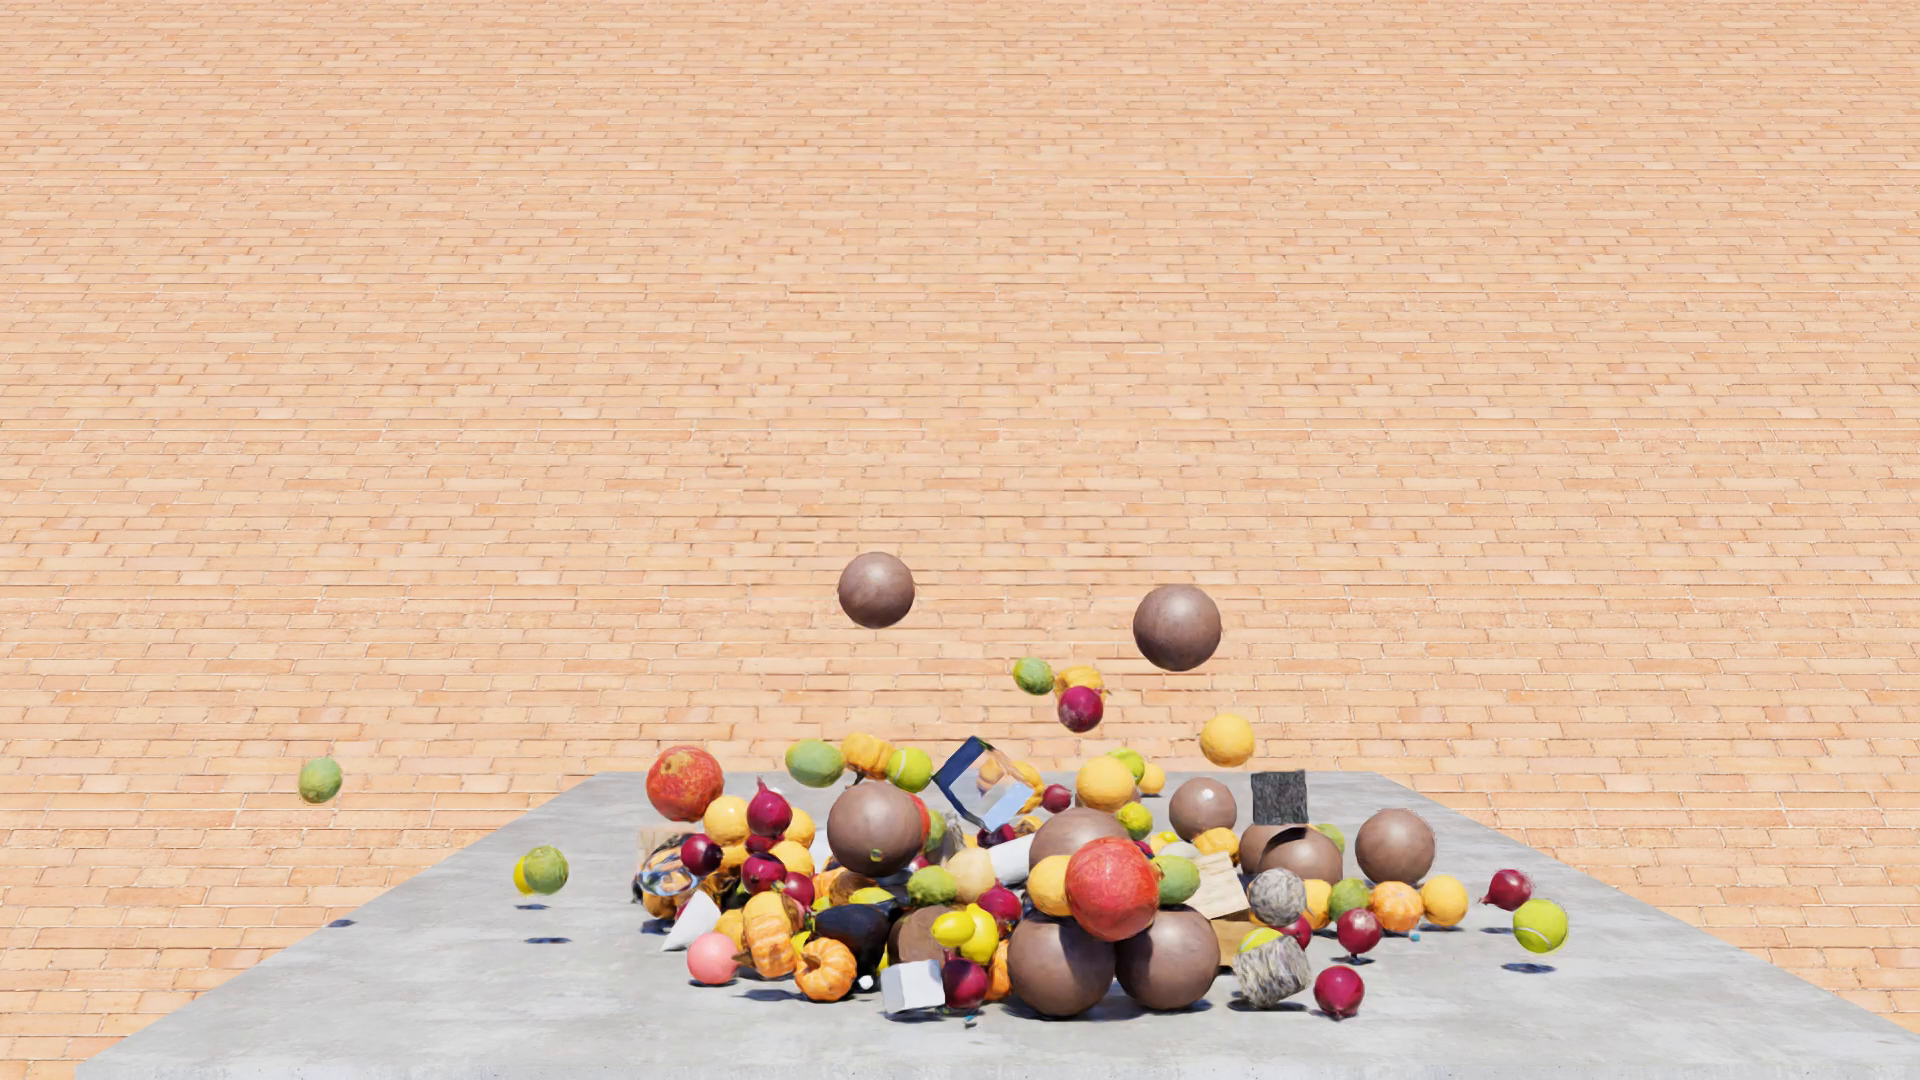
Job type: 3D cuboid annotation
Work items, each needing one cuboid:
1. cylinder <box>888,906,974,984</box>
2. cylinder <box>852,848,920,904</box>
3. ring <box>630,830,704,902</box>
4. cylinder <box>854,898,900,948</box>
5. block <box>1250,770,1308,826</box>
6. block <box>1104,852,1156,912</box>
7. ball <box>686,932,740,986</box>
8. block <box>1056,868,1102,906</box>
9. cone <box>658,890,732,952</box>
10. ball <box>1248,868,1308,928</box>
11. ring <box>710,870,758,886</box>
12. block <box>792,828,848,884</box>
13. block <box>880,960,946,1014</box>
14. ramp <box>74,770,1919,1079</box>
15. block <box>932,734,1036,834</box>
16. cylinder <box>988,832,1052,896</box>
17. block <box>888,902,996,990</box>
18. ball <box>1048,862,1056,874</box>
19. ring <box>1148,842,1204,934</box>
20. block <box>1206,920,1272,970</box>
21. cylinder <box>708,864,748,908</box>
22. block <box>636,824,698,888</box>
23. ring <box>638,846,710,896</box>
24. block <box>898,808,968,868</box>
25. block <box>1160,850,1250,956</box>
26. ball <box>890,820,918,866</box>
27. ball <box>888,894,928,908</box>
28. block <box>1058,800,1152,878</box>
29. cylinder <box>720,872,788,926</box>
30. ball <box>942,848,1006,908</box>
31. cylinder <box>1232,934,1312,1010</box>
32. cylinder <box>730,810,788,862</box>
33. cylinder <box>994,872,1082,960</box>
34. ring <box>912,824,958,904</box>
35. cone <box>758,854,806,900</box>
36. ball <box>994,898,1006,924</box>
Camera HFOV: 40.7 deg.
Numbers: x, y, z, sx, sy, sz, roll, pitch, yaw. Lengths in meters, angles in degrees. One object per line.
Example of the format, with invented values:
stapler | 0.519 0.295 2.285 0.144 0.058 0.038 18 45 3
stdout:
cylinder | -0.036 0.489 3.127 0.093 0.093 0.093 -7 -8 -11
cylinder | -0.107 0.494 3.741 0.070 0.070 0.070 34 1 -1
ring | -0.459 0.512 4.064 0.139 0.046 0.139 -40 10 9
cylinder | -0.102 0.487 3.294 0.053 0.053 0.053 -16 31 7
block | 0.484 0.391 3.931 0.079 0.079 0.079 -4 -5 5
block | 0.277 0.528 3.994 0.078 0.078 0.078 -1 -1 41
ball | -0.309 0.525 3.247 0.066 0.066 0.066 0 32 0
block | 0.186 0.541 4.043 0.052 0.052 0.052 -1 -1 41
cone | -0.376 0.541 3.552 0.090 0.090 0.090 -29 42 -26
ball | 0.412 0.464 3.359 0.076 0.076 0.076 0 32 0
ring | -0.351 0.552 4.173 0.103 0.034 0.103 -3 -1 0
block | -0.235 0.526 4.324 0.085 0.085 0.085 0 -3 -10
block | -0.054 0.516 2.993 0.051 0.051 0.051 -2 74 -28
ramp | 0.071 0.625 4.715 2.000 0.100 4.000 0 -1 0
block | 0.035 0.363 3.837 0.091 0.091 0.091 -47 51 7
cylinder | 0.077 0.412 3.298 0.063 0.063 0.063 -20 33 3
block | -0.023 0.509 3.251 0.094 0.094 0.094 1 -2 -43
ball | 0.125 0.537 4.112 0.061 0.061 0.061 0 32 0
ring | 0.314 0.495 3.678 0.045 0.136 0.136 -9 22 36
block | 0.360 0.524 3.343 0.058 0.058 0.058 0 -15 34
cylinder | -0.353 0.531 3.980 0.057 0.057 0.057 -12 -12 -2
block | -0.485 0.523 4.286 0.094 0.094 0.094 0 -1 -3
ring | -0.409 0.471 3.696 0.106 0.035 0.106 -11 20 4
block | -0.035 0.492 4.066 0.094 0.094 0.094 -19 12 -2
block | 0.327 0.486 3.467 0.090 0.090 0.090 -15 56 -8
ball | -0.076 0.529 4.489 0.088 0.088 0.088 0 32 0
ball | -0.073 0.520 3.510 0.082 0.082 0.082 0 32 0
block | 0.243 0.504 4.358 0.093 0.093 0.093 -51 24 -24
cylinder | -0.303 0.529 3.816 0.072 0.072 0.072 22 11 31
ball | 0.020 0.447 3.397 0.089 0.089 0.089 0 32 0
cylinder | 0.369 0.509 3.058 0.068 0.068 0.068 -28 24 22
cylinder | -0.348 0.517 4.498 0.083 0.083 0.083 9 33 7
cylinder | 0.102 0.496 3.444 0.093 0.093 0.093 15 66 22
ring | -0.039 0.497 3.921 0.046 0.139 0.139 14 30 -11
cone | -0.273 0.531 3.993 0.077 0.077 0.077 -3 9 -5
ball | 0.069 0.528 3.646 0.070 0.070 0.070 0 32 0
